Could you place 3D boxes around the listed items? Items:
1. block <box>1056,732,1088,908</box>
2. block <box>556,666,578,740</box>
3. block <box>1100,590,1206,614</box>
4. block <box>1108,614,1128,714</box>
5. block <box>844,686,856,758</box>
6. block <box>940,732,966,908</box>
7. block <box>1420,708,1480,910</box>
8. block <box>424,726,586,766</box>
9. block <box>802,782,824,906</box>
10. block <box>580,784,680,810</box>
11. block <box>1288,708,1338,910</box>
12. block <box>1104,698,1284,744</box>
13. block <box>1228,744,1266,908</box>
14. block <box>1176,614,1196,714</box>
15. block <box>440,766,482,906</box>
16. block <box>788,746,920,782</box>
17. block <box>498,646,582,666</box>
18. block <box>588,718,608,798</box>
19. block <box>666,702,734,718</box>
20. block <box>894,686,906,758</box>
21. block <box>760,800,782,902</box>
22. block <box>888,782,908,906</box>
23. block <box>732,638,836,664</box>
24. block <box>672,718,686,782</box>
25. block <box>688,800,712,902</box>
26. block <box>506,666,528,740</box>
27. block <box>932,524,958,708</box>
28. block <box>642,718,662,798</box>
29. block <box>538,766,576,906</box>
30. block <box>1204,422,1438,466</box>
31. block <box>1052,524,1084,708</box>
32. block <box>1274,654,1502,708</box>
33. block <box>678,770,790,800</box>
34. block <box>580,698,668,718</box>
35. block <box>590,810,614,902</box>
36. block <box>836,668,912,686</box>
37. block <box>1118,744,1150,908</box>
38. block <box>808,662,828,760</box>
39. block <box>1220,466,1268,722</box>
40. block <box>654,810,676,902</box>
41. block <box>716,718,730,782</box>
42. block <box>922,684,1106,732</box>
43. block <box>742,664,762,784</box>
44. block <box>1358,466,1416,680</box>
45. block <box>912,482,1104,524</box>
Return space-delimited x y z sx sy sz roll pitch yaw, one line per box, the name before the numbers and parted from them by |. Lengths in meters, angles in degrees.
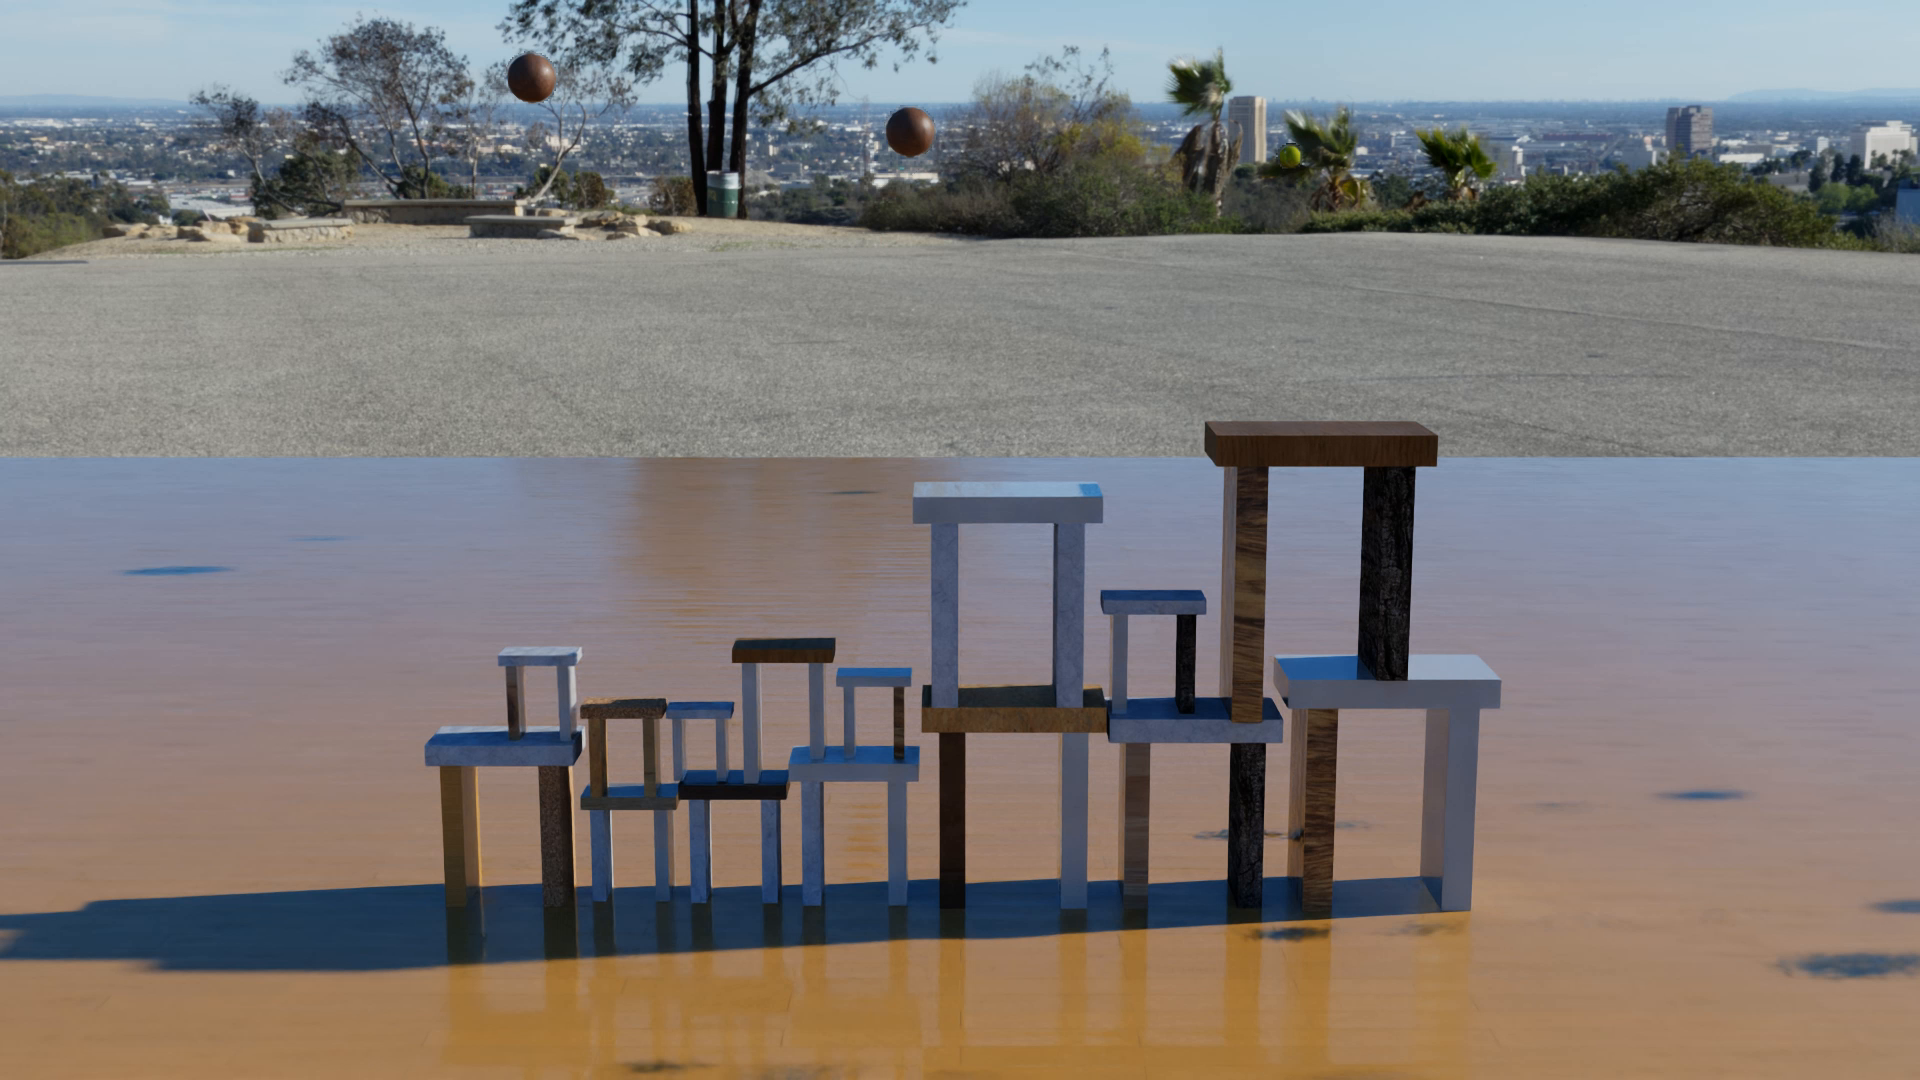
block | 0.186 0.443 3.643 0.042 0.298 0.149 0 11 0
block | -0.644 0.260 3.605 0.018 0.125 0.063 0 11 0
block | 0.314 0.101 3.581 0.166 0.023 0.083 0 11 0
block | 0.259 0.194 3.598 0.023 0.166 0.083 0 11 0
block | -0.181 0.293 3.615 0.017 0.121 0.061 0 11 0
block | -0.012 0.443 3.643 0.042 0.298 0.149 0 11 0
block | 0.809 0.422 3.640 0.048 0.340 0.170 0 11 0
block | -0.746 0.339 3.618 0.239 0.034 0.120 0 11 0
block | -0.243 0.487 3.645 0.030 0.212 0.106 0 11 0
block | -0.543 0.425 3.640 0.157 0.022 0.078 0 11 0
block | 0.582 0.422 3.640 0.048 0.340 0.170 0 11 0
block | 0.381 0.296 3.613 0.280 0.040 0.140 0 11 0
block | 0.474 0.453 3.642 0.040 0.280 0.140 0 11 0
block | 0.369 0.194 3.598 0.023 0.166 0.083 0 11 0
block | -0.826 0.473 3.643 0.034 0.239 0.120 0 11 0
block | -0.173 0.368 3.623 0.212 0.030 0.106 0 11 0
block | -0.686 0.190 3.592 0.125 0.018 0.063 0 11 0
block | -0.595 0.350 3.621 0.019 0.132 0.066 0 11 0
block | -0.427 0.280 3.615 0.106 0.015 0.053 0 11 0
block | -0.100 0.293 3.615 0.017 0.121 0.061 0 11 0
block | -0.313 0.503 3.652 0.025 0.176 0.088 0 11 0
block | -0.102 0.487 3.645 0.030 0.212 0.106 0 11 0
block | -0.287 0.180 3.597 0.163 0.023 0.081 0 11 0
block | -0.462 0.339 3.626 0.015 0.106 0.053 0 11 0
block | -0.431 0.503 3.652 0.025 0.176 0.088 0 11 0
block | -0.727 0.260 3.605 0.018 0.125 0.063 -1 11 0
block | -0.024 0.108 3.578 0.043 0.301 0.150 0 11 0
block | -0.507 0.350 3.621 0.019 0.132 0.066 0 11 0
block | -0.666 0.473 3.643 0.034 0.239 0.120 0 11 0
block | 0.575 -0.155 3.527 0.346 0.049 0.173 0 11 0
block | 0.176 0.108 3.578 0.043 0.301 0.150 0 11 0
block | 0.696 0.231 3.605 0.340 0.048 0.170 0 11 0
block | -0.372 0.404 3.634 0.176 0.025 0.088 0 11 0
block | -0.551 0.276 3.607 0.132 0.019 0.066 0 11 0
block | -0.595 0.513 3.657 0.022 0.157 0.078 0 11 0
block | -0.140 0.224 3.602 0.121 0.017 0.061 0 11 0
block | 0.288 0.453 3.642 0.040 0.280 0.140 0 11 0
block | -0.233 0.272 3.614 0.023 0.163 0.081 0 11 0
block | 0.459 0.073 3.569 0.049 0.414 0.173 0 11 0
block | -0.491 0.513 3.657 0.022 0.157 0.078 0 11 0
block | -0.392 0.339 3.626 0.015 0.106 0.053 0 11 0
block | 0.087 0.276 3.612 0.298 0.042 0.149 0 11 0
block | -0.342 0.291 3.618 0.023 0.203 0.081 0 11 0
block | 0.690 0.039 3.562 0.049 0.346 0.173 0 11 0
block | 0.075 -0.061 3.548 0.301 0.043 0.150 0 11 0
